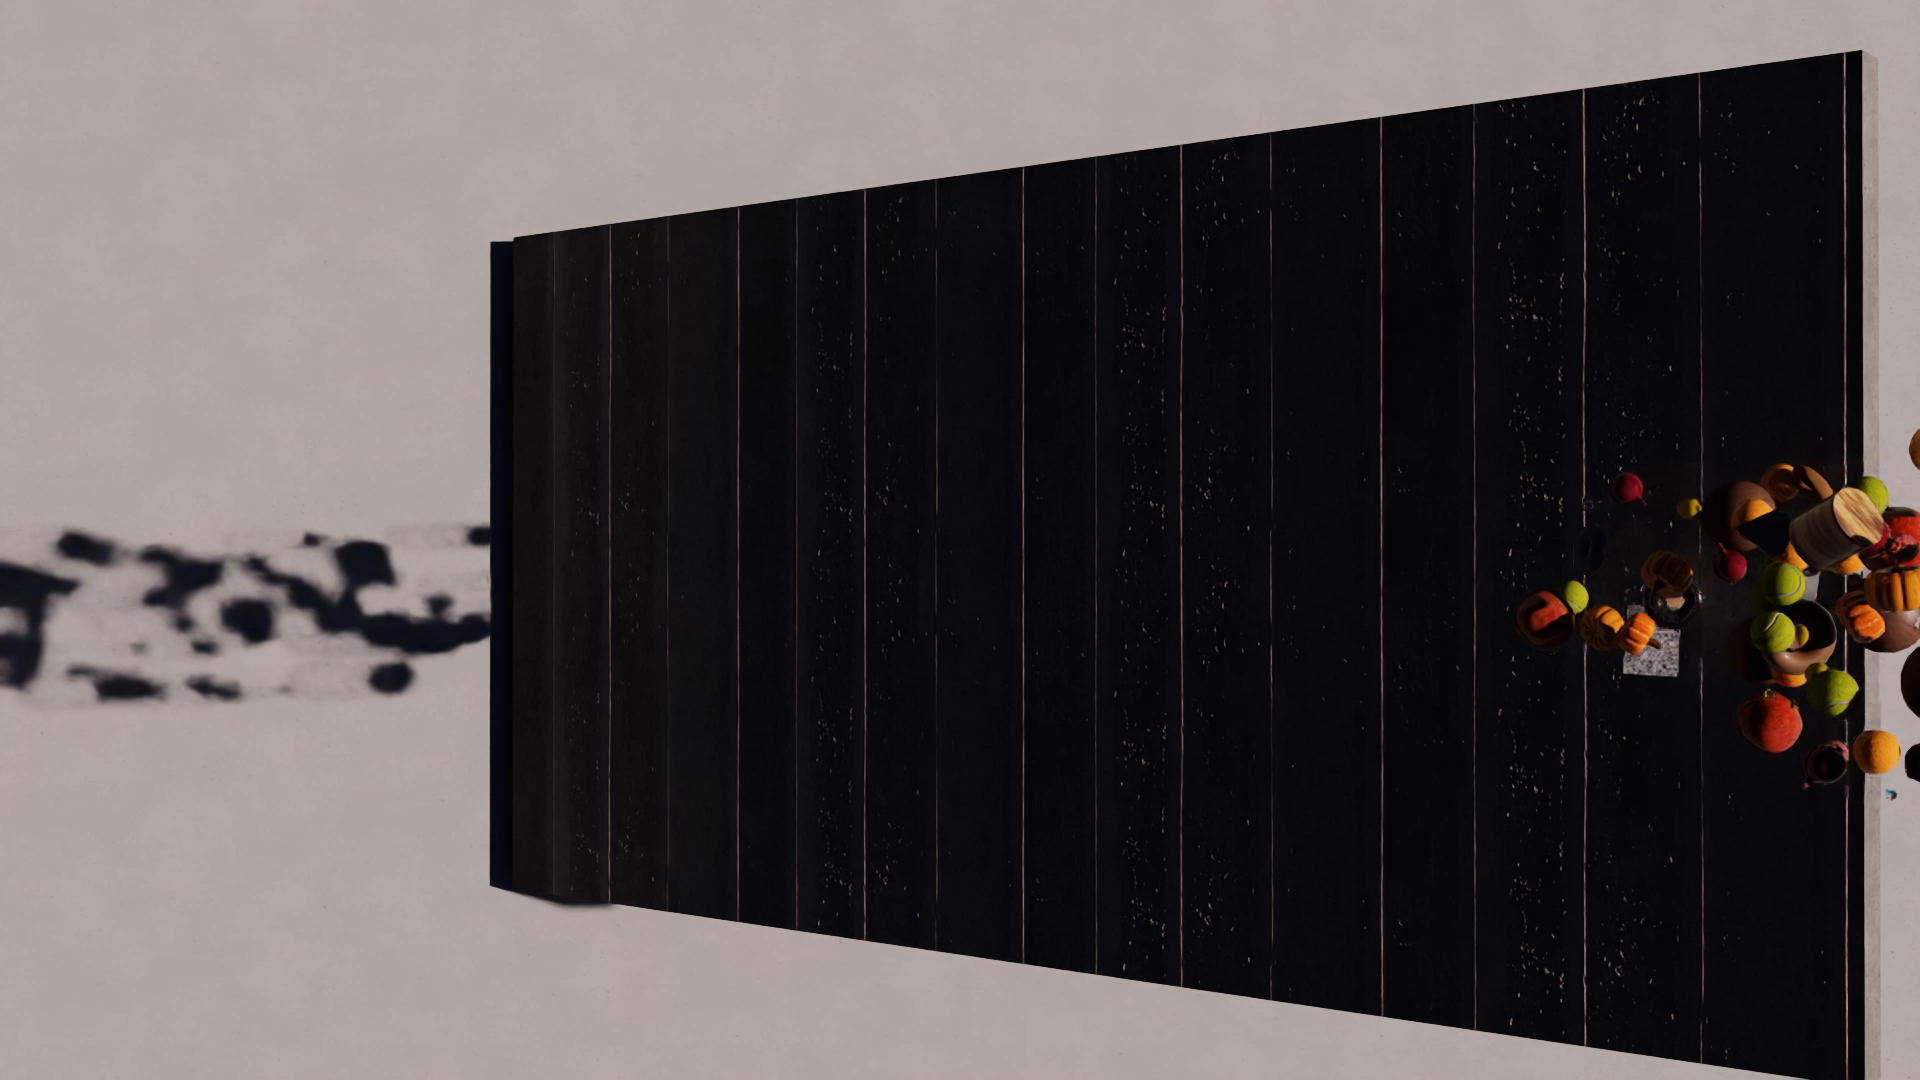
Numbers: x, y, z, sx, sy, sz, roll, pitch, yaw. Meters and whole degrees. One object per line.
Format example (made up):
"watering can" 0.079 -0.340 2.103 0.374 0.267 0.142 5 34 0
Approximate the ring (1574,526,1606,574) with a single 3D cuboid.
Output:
"ring" 1.190 0.018 4.152 0.031 0.092 0.092 11 90 -10

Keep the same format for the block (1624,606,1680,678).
"block" 1.301 0.189 4.133 0.097 0.097 0.097 3 114 19

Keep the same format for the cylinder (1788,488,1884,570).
"cylinder" 1.214 -0.015 3.048 0.087 0.087 0.087 10 63 -20

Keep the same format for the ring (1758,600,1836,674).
"ring" 1.402 0.163 3.684 0.131 0.044 0.131 0 101 -1

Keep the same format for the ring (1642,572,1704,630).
"ring" 1.306 0.111 4.023 0.109 0.036 0.109 2 96 21

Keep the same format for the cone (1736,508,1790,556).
"cone" 1.169 -0.014 3.233 0.071 0.071 0.071 6 90 -14

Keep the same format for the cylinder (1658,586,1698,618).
"cylinder" 1.433 0.127 4.388 0.059 0.059 0.059 -18 90 23

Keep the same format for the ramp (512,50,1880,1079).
"ramp" 0.216 0.062 5.532 4.000 0.100 2.000 0 90 39

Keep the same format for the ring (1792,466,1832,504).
"ring" 1.599 -0.103 4.125 0.030 0.089 0.089 -42 90 1

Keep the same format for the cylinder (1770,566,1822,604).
"cylinder" 1.438 0.085 3.781 0.067 0.067 0.067 17 90 30
